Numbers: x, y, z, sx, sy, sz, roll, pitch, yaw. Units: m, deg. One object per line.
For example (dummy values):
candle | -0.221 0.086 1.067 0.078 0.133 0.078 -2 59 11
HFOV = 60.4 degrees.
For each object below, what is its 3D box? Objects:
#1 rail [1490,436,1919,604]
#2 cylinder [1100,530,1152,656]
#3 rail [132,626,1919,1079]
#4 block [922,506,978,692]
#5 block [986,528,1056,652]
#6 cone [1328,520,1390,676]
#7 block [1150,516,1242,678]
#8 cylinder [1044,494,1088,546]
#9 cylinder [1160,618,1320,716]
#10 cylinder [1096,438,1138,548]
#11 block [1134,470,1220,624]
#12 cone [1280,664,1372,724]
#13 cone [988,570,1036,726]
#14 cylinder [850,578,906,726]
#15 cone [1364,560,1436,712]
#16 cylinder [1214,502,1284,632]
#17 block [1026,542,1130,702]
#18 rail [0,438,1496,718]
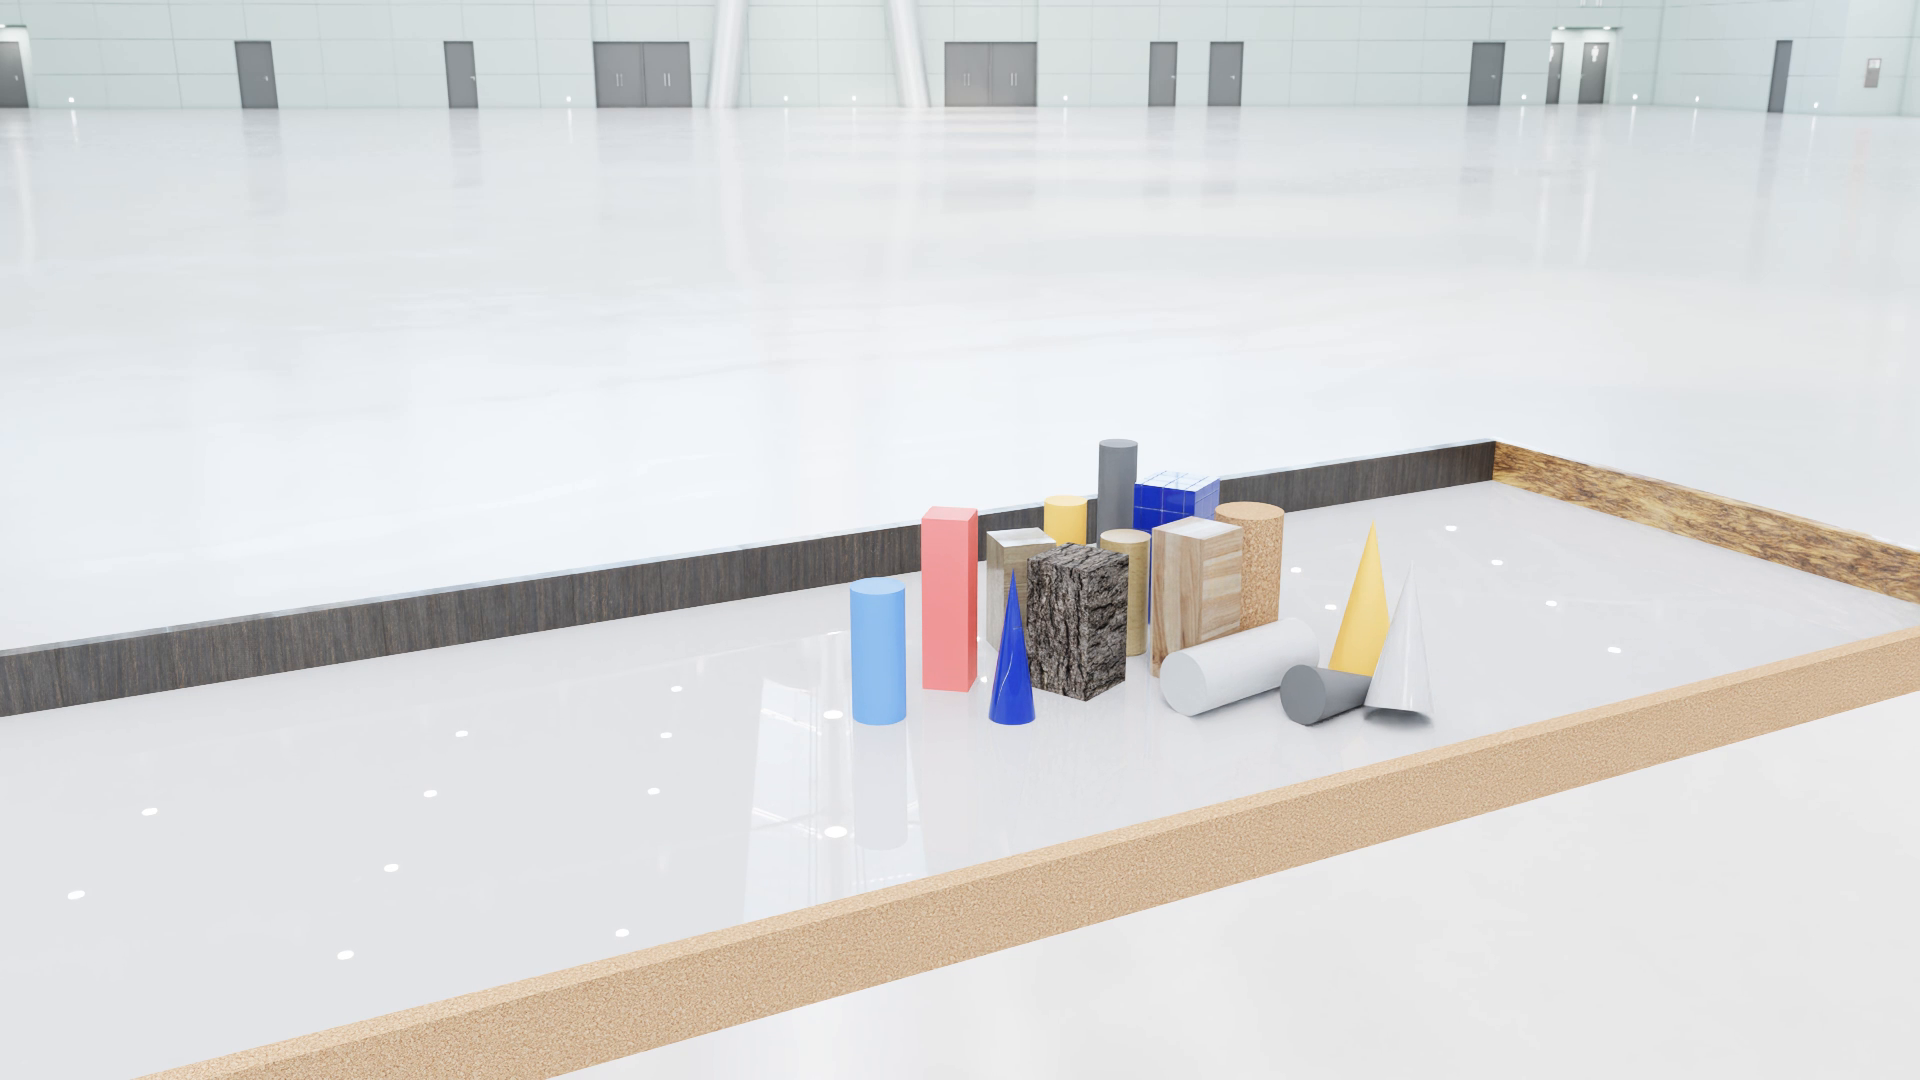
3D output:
rail | 2.466 -0.048 5.253 0.050 0.150 2.100 -9 18 -27
cylinder | 0.431 0.139 4.332 0.131 0.311 0.131 0 16 0
rail | -2.336 1.006 1.665 12.000 0.150 0.050 -9 18 -27
block | -0.025 0.146 4.077 0.116 0.440 0.116 3 17 12
block | 0.160 0.137 4.349 0.144 0.303 0.144 -5 17 -16
cone | 1.027 0.140 4.152 0.175 0.409 0.175 0 16 0
block | 0.591 0.156 4.136 0.159 0.386 0.159 -16 21 -43
cylinder | 0.290 0.054 4.567 0.117 0.340 0.117 0 16 0
cylinder | 0.688 0.306 4.035 0.401 0.156 0.156 -13 21 -36
cylinder | 0.456 -0.068 4.804 0.113 0.440 0.113 0 16 0
block | 0.594 0.027 4.563 0.177 0.395 0.177 9 19 29
cone | 0.973 0.362 4.001 0.423 0.141 0.141 0 13 -37
cone | 0.124 0.241 3.876 0.116 0.370 0.116 0 16 0
cylinder | -0.192 0.262 3.889 0.130 0.324 0.130 0 16 0
cone | 1.056 0.221 3.904 0.167 0.358 0.167 6 -3 0
cylinder | 0.746 0.108 4.305 0.176 0.384 0.176 0 16 0
block | 0.290 0.199 4.089 0.180 0.331 0.180 12 20 36
rail | -3.305 0.497 3.399 12.000 0.150 0.050 -9 18 -27
